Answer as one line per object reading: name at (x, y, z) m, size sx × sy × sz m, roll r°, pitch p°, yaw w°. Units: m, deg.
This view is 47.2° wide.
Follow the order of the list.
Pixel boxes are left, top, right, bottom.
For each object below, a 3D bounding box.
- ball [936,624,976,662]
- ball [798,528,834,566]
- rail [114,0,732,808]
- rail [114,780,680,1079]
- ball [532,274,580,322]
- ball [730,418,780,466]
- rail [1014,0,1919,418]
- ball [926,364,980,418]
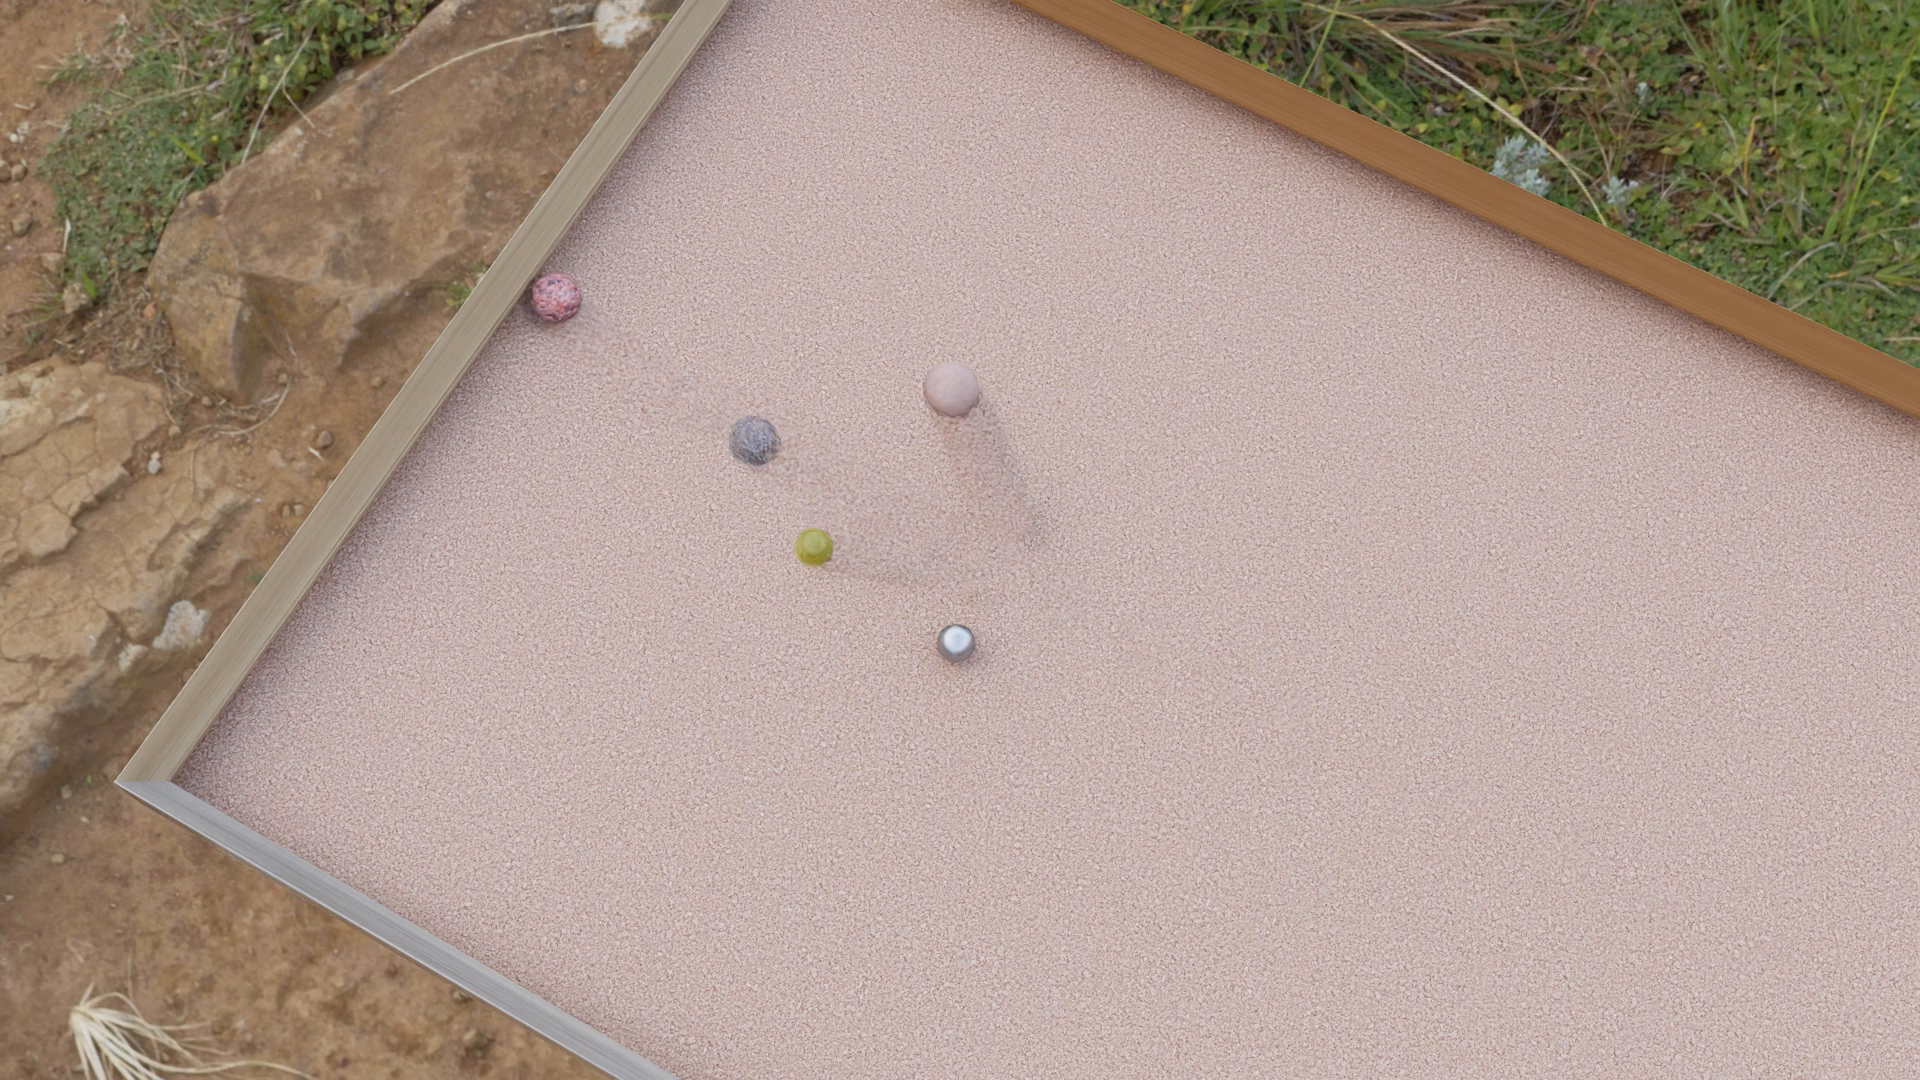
ball at (-0.006, 0.162, 3.440) m, size 0.061 × 0.061 × 0.061 m, roll 0°, pitch 67°, yaw 0°
ball at (-0.230, 0.011, 3.503) m, size 0.059 × 0.059 × 0.059 m, roll 0°, pitch 67°, yaw 0°
rail at (-0.758, -0.399, 3.642) m, size 0.045 × 0.115 × 1.963 m, roll 27°, pitch 70°, yaw 11°
rail at (0.312, 1.165, 2.992) m, size 3.567 × 0.115 × 0.045 m, roll 27°, pitch 70°, yaw 11°
ball at (-0.674, -0.403, 3.664) m, size 0.081 × 0.081 × 0.081 m, roll 0°, pitch 67°, yaw 0°
ball at (-0.331, -0.158, 3.562) m, size 0.080 × 0.080 × 0.080 m, roll 0°, pitch 67°, yaw 0°
rail at (1.245, -0.380, 3.634) m, size 3.567 × 0.115 × 0.045 m, roll 27°, pitch 70°, yaw 11°
ball at (-0.012, -0.245, 3.593) m, size 0.089 × 0.089 × 0.089 m, roll 0°, pitch 67°, yaw 0°
